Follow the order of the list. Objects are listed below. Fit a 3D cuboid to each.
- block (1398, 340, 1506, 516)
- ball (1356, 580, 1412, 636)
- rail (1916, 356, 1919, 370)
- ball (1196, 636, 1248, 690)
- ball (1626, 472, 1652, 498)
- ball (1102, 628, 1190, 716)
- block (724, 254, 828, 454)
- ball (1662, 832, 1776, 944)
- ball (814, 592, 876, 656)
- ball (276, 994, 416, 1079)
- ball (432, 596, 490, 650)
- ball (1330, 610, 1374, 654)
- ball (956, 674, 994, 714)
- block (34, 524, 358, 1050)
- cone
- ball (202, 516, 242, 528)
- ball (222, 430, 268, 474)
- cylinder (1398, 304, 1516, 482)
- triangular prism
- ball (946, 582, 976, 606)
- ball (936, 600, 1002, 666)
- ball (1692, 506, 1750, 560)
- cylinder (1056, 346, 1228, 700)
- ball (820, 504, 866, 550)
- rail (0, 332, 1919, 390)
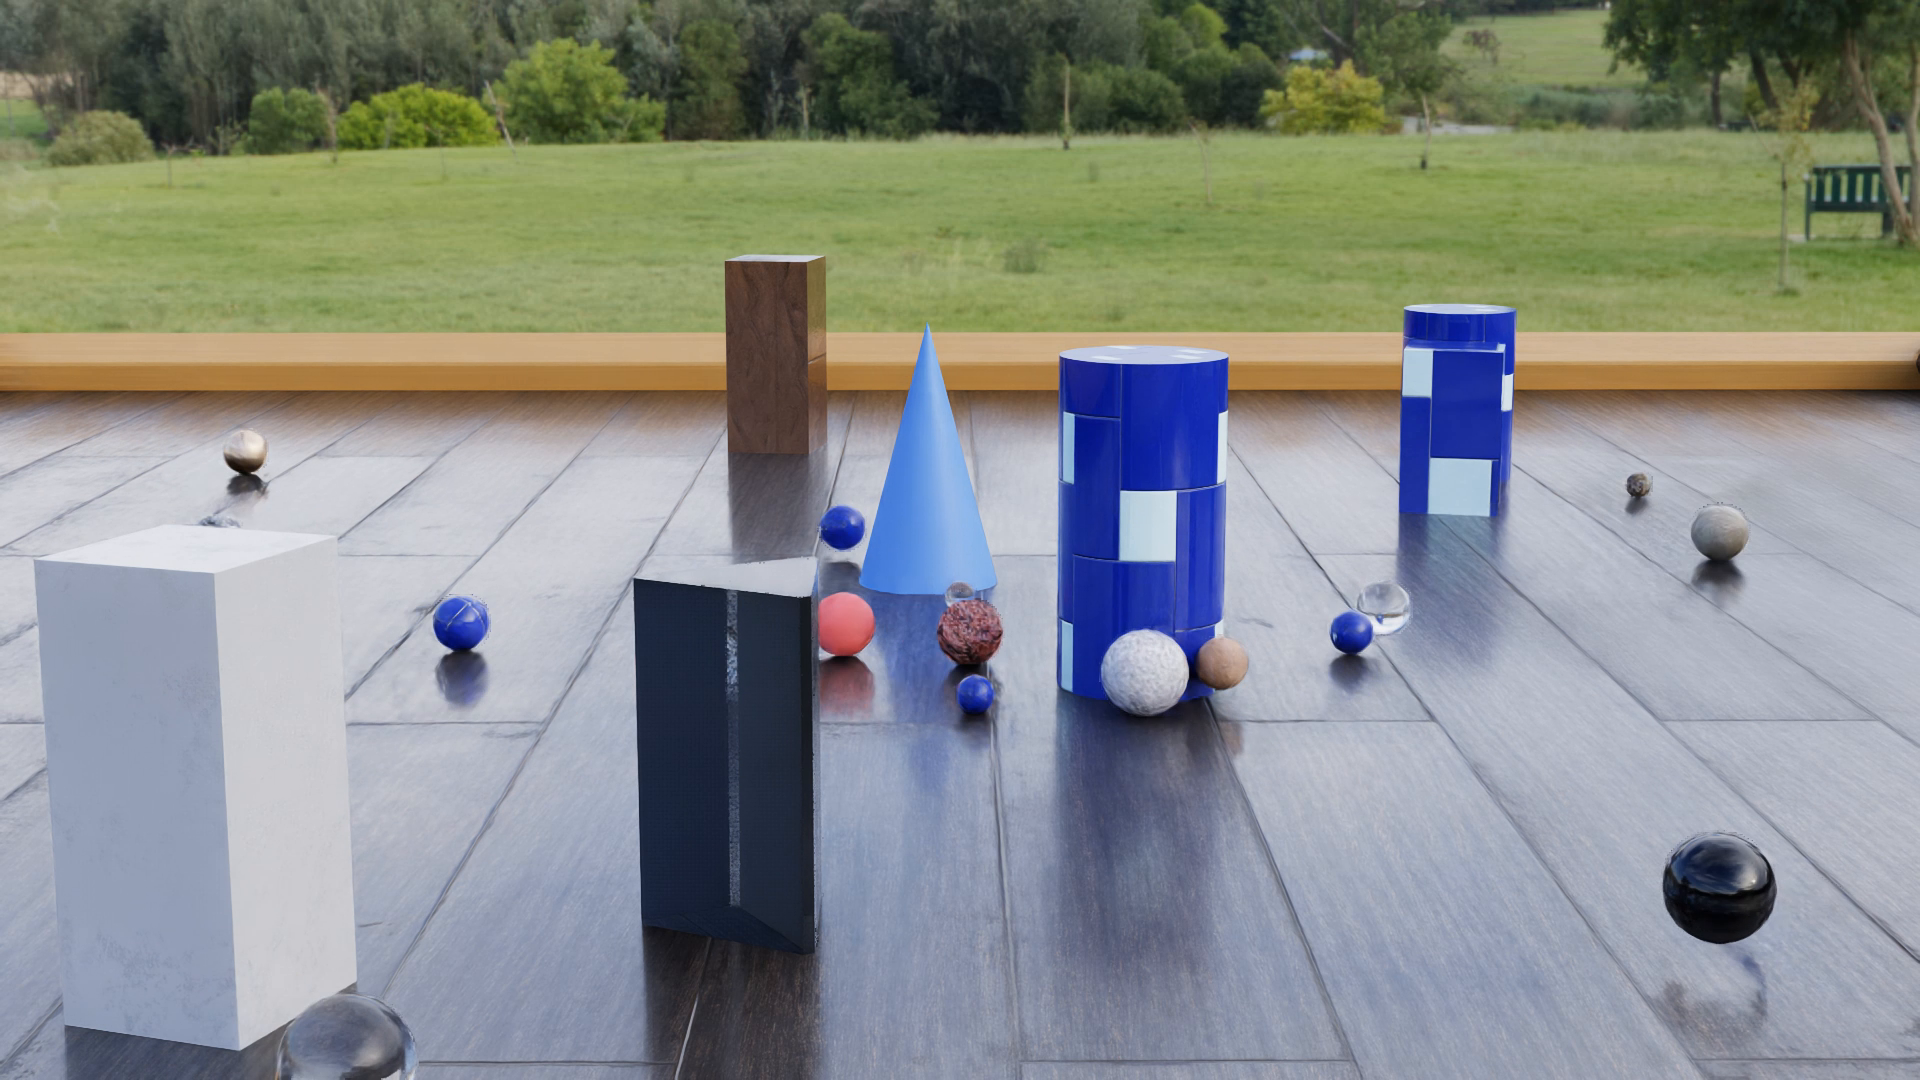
[{"bbox_3d":[0.820,-0.188,4.267,0.159,0.269,0.159,2,11,13],"label":"block"},{"bbox_3d":[0.548,0.088,3.318,0.071,0.071,0.071,0,10,0],"label":"ball"},{"bbox_3d":[2.193,0.031,3.461,0.045,0.129,4.824,0,10,0],"label":"rail"},{"bbox_3d":[0.303,0.143,2.967,0.061,0.061,0.061,0,10,0],"label":"ball"},{"bbox_3d":[1.159,-0.094,4.379,0.043,0.043,0.043,0,10,0],"label":"ball"},{"bbox_3d":[0.209,0.150,2.904,0.099,0.099,0.099,0,10,0],"label":"ball"},{"bbox_3d":[-0.351,-0.358,4.925,0.159,0.364,0.159,2,11,10],"label":"block"},{"bbox_3d":[0.637,0.292,2.154,0.093,0.093,0.093,0,10,0],"label":"ball"},{"bbox_3d":[-0.146,0.105,3.199,0.080,0.080,0.080,0,10,0],"label":"ball"},{"bbox_3d":[-0.424,0.361,1.774,0.095,0.095,0.095,0,10,0],"label":"ball"},{"bbox_3d":[-0.628,0.105,3.230,0.070,0.070,0.070,0,10,0],"label":"ball"},{"bbox_3d":[0.490,0.115,3.213,0.055,0.055,0.055,0,10,0],"label":"ball"},{"bbox_3d":[0.017,0.175,2.918,0.044,0.044,0.044,0,10,0],"label":"ball"},{"bbox_3d":[-0.587,0.185,1.987,0.159,0.365,0.159,4,11,19],"label":"block"},{"bbox_3d":[-0.046,-0.124,3.637,0.198,0.372,0.198,0,10,0],"label":"cone"},{"bbox_3d":[-1.100,-0.003,3.817,0.068,0.068,0.068,0,10,0],"label":"ball"},{"bbox_3d":[-1.289,-0.158,4.626,0.079,0.079,0.079,0,10,0],"label":"ball"},{"bbox_3d":[0.888,-0.263,4.584,0.198,0.300,0.198,0,10,0],"label":"cylinder"},{"bbox_3d":[-0.164,0.176,2.207,0.172,0.303,0.149,6,12,28],"label":"triangular prism"},{"bbox_3d":[0.000,0.076,3.462,0.041,0.041,0.041,0,10,0],"label":"ball"},{"bbox_3d":[0.012,0.114,3.153,0.081,0.081,0.081,0,10,0],"label":"ball"},{"bbox_3d":[1.131,-0.011,3.818,0.083,0.083,0.083,0,10,0],"label":"ball"},{"bbox_3d":[0.215,-0.023,3.033,0.198,0.393,0.198,0,10,0],"label":"cylinder"},{"bbox_3d":[-0.176,-0.019,3.858,0.069,0.069,0.069,0,10,0],"label":"ball"},{"bbox_3d":[-0.014,-0.401,5.797,4.433,0.129,0.045,0,10,0],"label":"rail"}]
